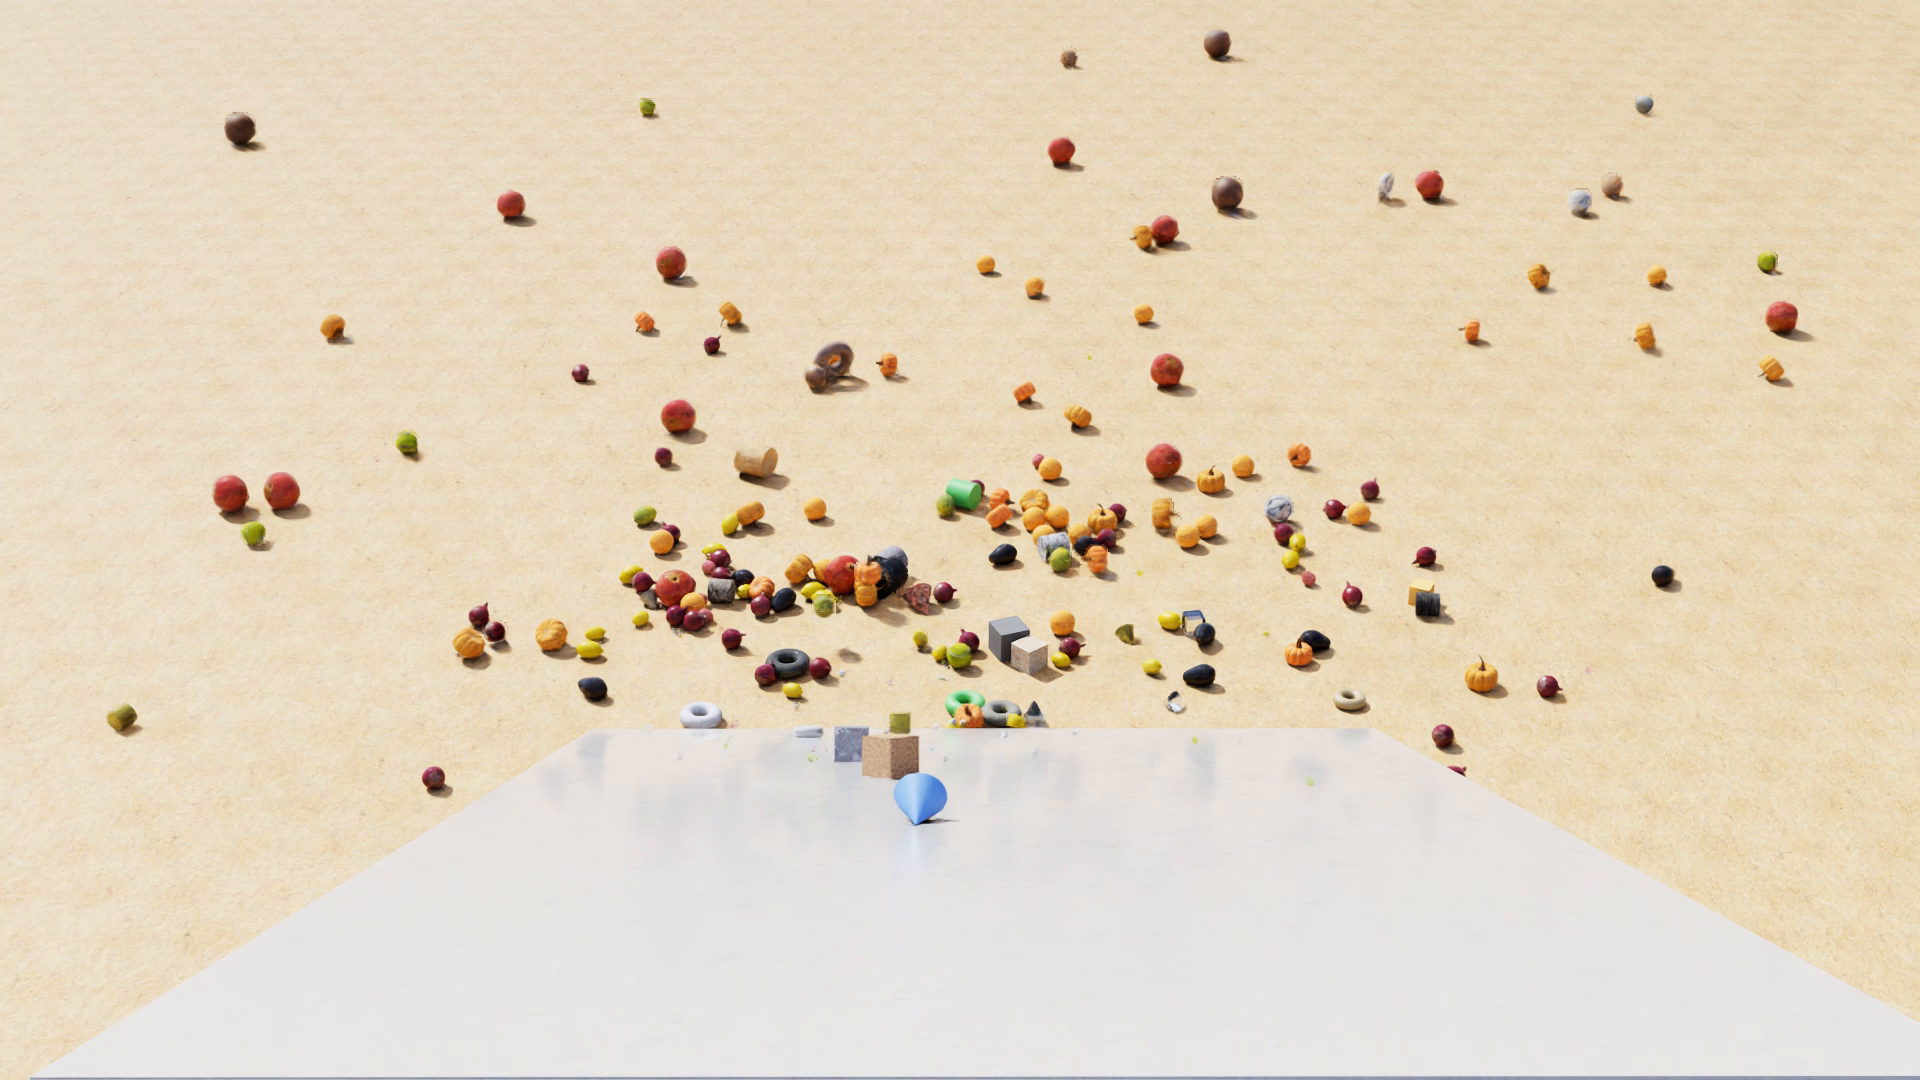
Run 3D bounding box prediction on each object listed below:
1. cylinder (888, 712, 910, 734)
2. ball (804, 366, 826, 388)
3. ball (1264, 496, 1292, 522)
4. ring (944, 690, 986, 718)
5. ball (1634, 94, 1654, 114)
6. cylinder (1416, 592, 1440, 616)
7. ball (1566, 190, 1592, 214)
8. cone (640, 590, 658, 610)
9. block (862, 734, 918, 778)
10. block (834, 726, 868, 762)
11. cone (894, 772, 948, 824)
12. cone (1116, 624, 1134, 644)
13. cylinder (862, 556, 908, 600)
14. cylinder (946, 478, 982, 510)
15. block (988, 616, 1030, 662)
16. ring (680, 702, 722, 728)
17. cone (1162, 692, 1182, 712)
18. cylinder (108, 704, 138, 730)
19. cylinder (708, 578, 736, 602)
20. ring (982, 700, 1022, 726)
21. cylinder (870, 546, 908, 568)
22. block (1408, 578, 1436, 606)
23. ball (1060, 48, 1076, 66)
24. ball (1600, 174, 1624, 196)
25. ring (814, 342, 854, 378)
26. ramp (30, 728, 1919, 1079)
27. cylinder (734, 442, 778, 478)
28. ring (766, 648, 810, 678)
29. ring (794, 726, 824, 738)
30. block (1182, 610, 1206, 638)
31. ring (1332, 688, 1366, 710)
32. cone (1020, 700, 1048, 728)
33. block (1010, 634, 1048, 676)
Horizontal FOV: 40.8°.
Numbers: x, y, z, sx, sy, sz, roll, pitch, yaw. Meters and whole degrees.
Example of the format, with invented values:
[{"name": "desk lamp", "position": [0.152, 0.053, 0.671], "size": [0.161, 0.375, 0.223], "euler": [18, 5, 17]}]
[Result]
[{"name": "cylinder", "position": [-0.152, 0.458, 6.456], "size": [0.053, 0.053, 0.053], "euler": [0, 1, 0]}, {"name": "ball", "position": [-0.486, -0.548, 8.676], "size": [0.078, 0.078, 0.078], "euler": [0, 28, 0]}, {"name": "ball", "position": [0.961, -0.093, 7.800], "size": [0.084, 0.084, 0.084], "euler": [0, 28, 0]}, {"name": "ring", "position": [0.014, 0.434, 6.844], "size": [0.109, 0.036, 0.109], "euler": [1, 27, 0]}, {"name": "ball", "position": [2.981, -1.899, 11.258], "size": [0.080, 0.080, 0.080], "euler": [0, 28, 0]}, {"name": "cylinder", "position": [1.321, 0.181, 7.296], "size": [0.065, 0.065, 0.065], "euler": [4, 28, 7]}, {"name": "ball", "position": [2.436, -1.332, 10.157], "size": [0.095, 0.095, 0.095], "euler": [0, 28, 0]}, {"name": "cone", "position": [-0.875, 0.180, 7.341], "size": [0.056, 0.056, 0.056], "euler": [-13, 57, -23]}, {"name": "block", "position": [-0.147, 0.456, 5.460], "size": [0.085, 0.085, 0.085], "euler": [1, 1, 43]}, {"name": "block", "position": [-0.243, 0.457, 5.794], "size": [0.074, 0.074, 0.074], "euler": [0, 1, 0]}, {"name": "cone", "position": [-0.076, 0.488, 4.662], "size": [0.098, 0.098, 0.098], "euler": [2, 28, 4]}, {"name": "cone", "position": [0.468, 0.272, 7.165], "size": [0.057, 0.057, 0.057], "euler": [-11, 56, -20]}, {"name": "cylinder", "position": [-0.213, 0.109, 7.404], "size": [0.093, 0.093, 0.093], "euler": [17, 32, 29]}, {"name": "cylinder", "position": [0.010, -0.142, 7.895], "size": [0.082, 0.082, 0.082], "euler": [15, 31, 26]}, {"name": "block", "position": [0.135, 0.272, 7.099], "size": [0.086, 0.086, 0.086], "euler": [-11, 30, -20]}, {"name": "ring", "position": [-0.681, 0.463, 6.787], "size": [0.114, 0.038, 0.114], "euler": [1, 27, -1]}, {"name": "cone", "position": [0.553, 0.430, 6.863], "size": [0.053, 0.053, 0.053], "euler": [-24, 9, -38]}, {"name": "cylinder", "position": [-2.195, 0.465, 6.766], "size": [0.054, 0.054, 0.054], "euler": [17, 32, 29]}, {"name": "cylinder", "position": [-0.680, 0.144, 7.366], "size": [0.066, 0.066, 0.066], "euler": [5, 28, 9]}, {"name": "ring", "position": [0.108, 0.456, 6.802], "size": [0.106, 0.035, 0.106], "euler": [1, 27, -1]}, {"name": "cylinder", "position": [-0.206, 0.068, 7.495], "size": [0.081, 0.081, 0.081], "euler": [17, 32, 29]}, {"name": "block", "position": [1.315, 0.151, 7.360], "size": [0.058, 0.058, 0.058], "euler": [13, 30, 23]}, {"name": "ball", "position": [0.498, -2.218, 11.870], "size": [0.079, 0.079, 0.079], "euler": [0, 28, 0]}, {"name": "ball", "position": [2.608, -1.418, 10.329], "size": [0.089, 0.089, 0.089], "euler": [0, 28, 0]}, {"name": "ring", "position": [-0.426, -0.607, 8.728], "size": [0.141, 0.141, 0.047], "euler": [-12, 43, -21]}, {"name": "ramp", "position": [0.062, 0.561, 4.599], "size": [2.000, 0.100, 4.000], "euler": [0, 1, 0]}, {"name": "cylinder", "position": [-0.640, -0.250, 8.084], "size": [0.098, 0.098, 0.098], "euler": [13, 30, 23]}, {"name": "ring", "position": [-0.468, 0.336, 7.026], "size": [0.125, 0.042, 0.125], "euler": [-1, 28, 1]}, {"name": "ring", "position": [-0.374, 0.473, 6.378], "size": [0.077, 0.026, 0.077], "euler": [-1, 1, 0]}, {"name": "block", "position": [0.651, 0.233, 7.210], "size": [0.053, 0.053, 0.053], "euler": [-5, 28, -10]}, {"name": "ring", "position": [1.036, 0.423, 6.871], "size": [0.090, 0.030, 0.090], "euler": [1, 27, 0]}, {"name": "cone", "position": [0.194, 0.448, 6.776], "size": [0.073, 0.073, 0.073], "euler": [0, 28, 0]}, {"name": "block", "position": [0.189, 0.313, 7.037], "size": [0.071, 0.071, 0.071], "euler": [-23, 35, -37]}]
